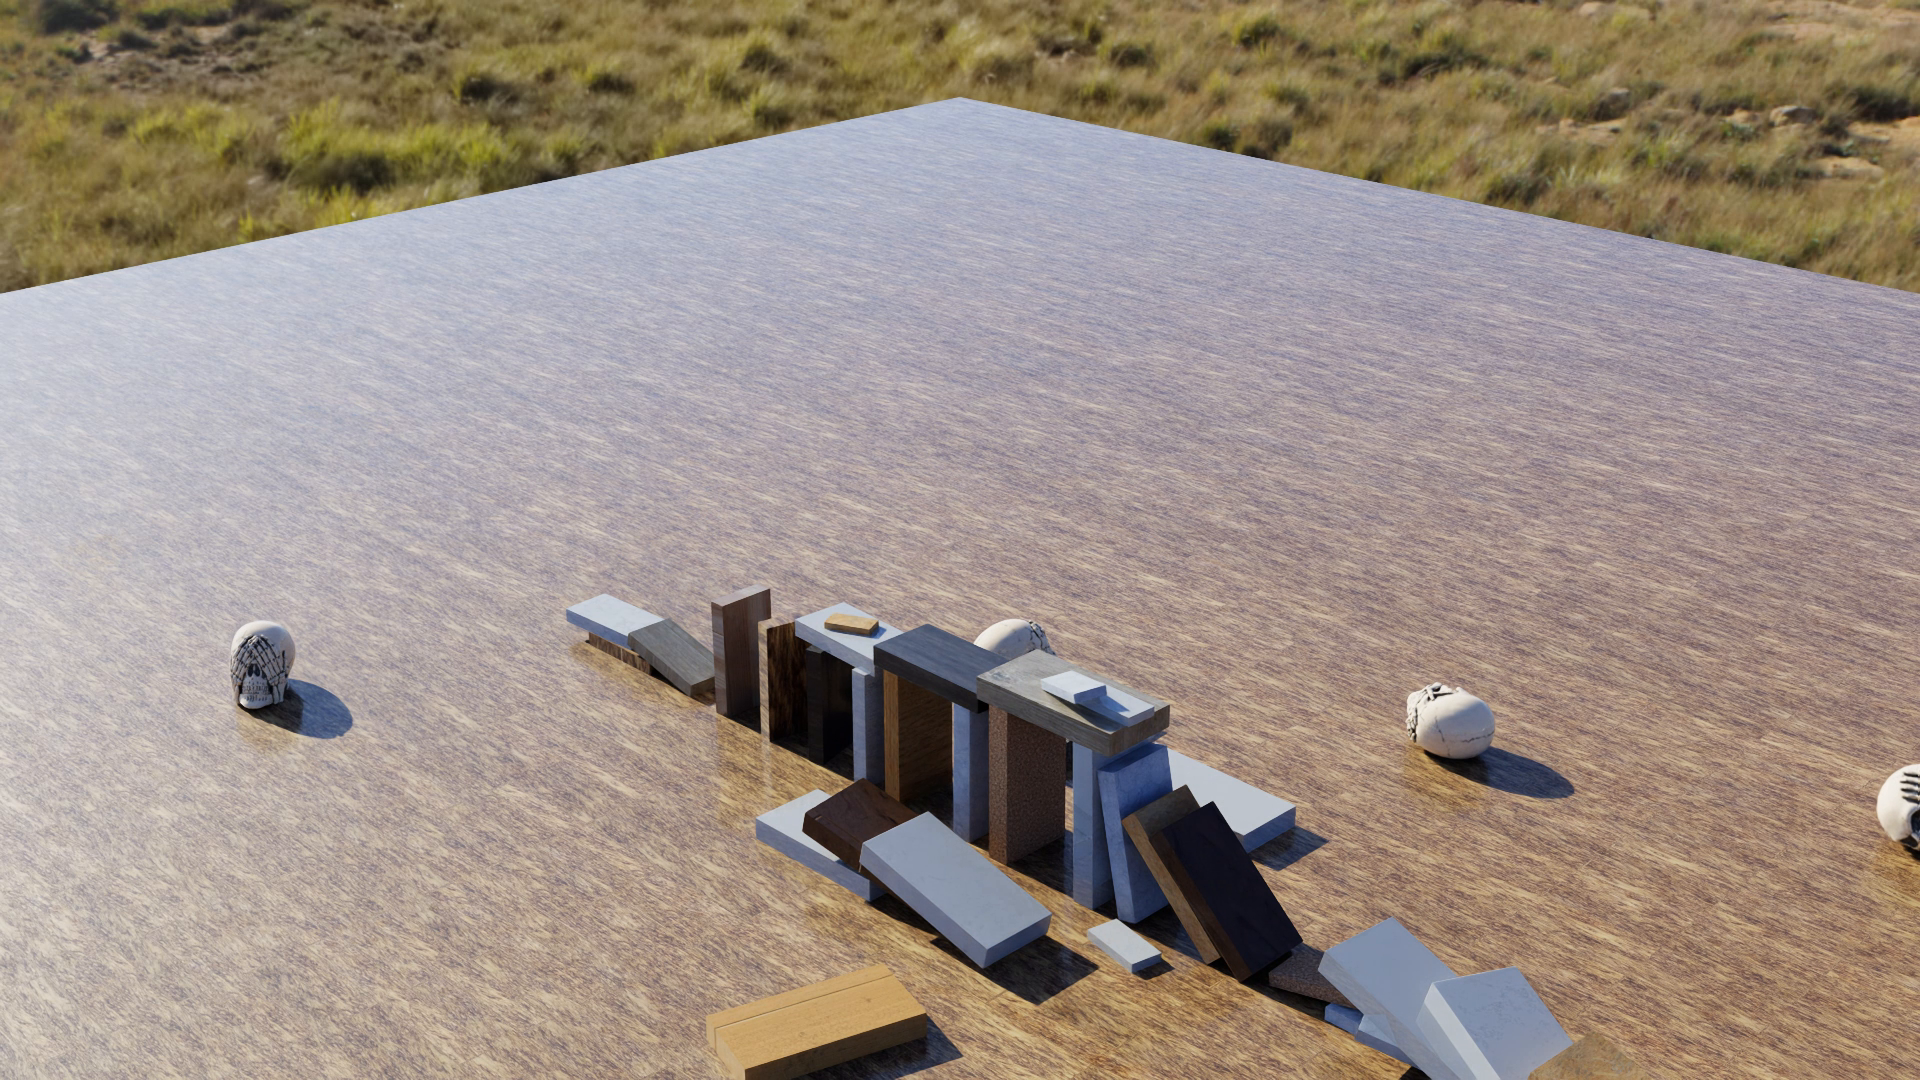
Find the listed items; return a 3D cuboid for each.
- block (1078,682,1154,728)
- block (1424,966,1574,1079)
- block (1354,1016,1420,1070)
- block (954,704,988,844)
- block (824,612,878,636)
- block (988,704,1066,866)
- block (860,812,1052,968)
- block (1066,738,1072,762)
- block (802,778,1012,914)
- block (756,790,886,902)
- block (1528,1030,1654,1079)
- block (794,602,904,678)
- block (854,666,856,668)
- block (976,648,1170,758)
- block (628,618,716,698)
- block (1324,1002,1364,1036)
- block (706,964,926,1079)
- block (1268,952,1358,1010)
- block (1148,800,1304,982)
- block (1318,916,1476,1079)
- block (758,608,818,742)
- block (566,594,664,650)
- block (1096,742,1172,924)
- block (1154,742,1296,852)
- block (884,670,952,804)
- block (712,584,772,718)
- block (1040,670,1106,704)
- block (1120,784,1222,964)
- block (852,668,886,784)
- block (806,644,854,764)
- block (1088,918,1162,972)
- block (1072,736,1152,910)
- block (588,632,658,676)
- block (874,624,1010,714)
[{"bbox_3d":[0.285,0.302,4.040,0.067,0.019,0.134,-20,30,-38],"label":"block"},{"bbox_3d":[0.918,0.846,3.569,0.170,0.048,0.340,-5,39,-23],"label":"block"},{"bbox_3d":[0.760,0.837,3.681,0.182,0.026,0.091,22,36,14],"label":"block"},{"bbox_3d":[0.054,0.435,4.352,0.042,0.299,0.149,20,30,39],"label":"block"},{"bbox_3d":[-0.225,0.175,4.565,0.102,0.014,0.051,8,24,19],"label":"block"},{"bbox_3d":[0.132,0.449,4.273,0.048,0.336,0.168,21,31,41],"label":"block"},{"bbox_3d":[-0.010,0.640,4.049,0.168,0.048,0.336,-21,44,-40],"label":"block"},{"bbox_3d":[0.220,0.402,4.754,0.165,0.047,0.329,19,29,37],"label":"block"},{"bbox_3d":[-0.103,0.598,4.175,0.378,0.048,0.168,31,37,28],"label":"block"},{"bbox_3d":[-0.229,0.593,4.302,0.329,0.047,0.165,21,31,40],"label":"block"},{"bbox_3d":[1.063,0.922,3.416,0.170,0.048,0.340,-19,44,-37],"label":"block"},{"bbox_3d":[-0.210,0.205,4.560,0.131,0.037,0.262,-19,29,-38],"label":"block"},{"bbox_3d":[-0.271,0.311,4.985,0.051,0.014,0.102,6,35,13],"label":"block"},{"bbox_3d":[0.210,0.303,4.125,0.336,0.048,0.168,21,31,41],"label":"block"},{"bbox_3d":[-0.641,0.267,5.024,0.118,0.033,0.236,-21,43,-40],"label":"block"},{"bbox_3d":[0.727,0.831,3.770,0.091,0.026,0.182,-21,31,-40],"label":"block"},{"bbox_3d":[-0.244,0.828,3.748,0.336,0.048,0.168,-12,26,-26],"label":"block"},{"bbox_3d":[0.644,0.773,3.862,0.182,0.026,0.091,7,21,43],"label":"block"},{"bbox_3d":[0.480,0.632,3.972,0.149,0.042,0.299,-21,74,-41],"label":"block"},{"bbox_3d":[0.796,0.800,3.679,0.170,0.048,0.382,-17,45,-35],"label":"block"},{"bbox_3d":[-0.362,0.290,4.730,0.135,0.271,0.038,-14,28,-30],"label":"block"},{"bbox_3d":[-0.806,0.192,5.181,0.236,0.033,0.118,20,30,38],"label":"block"},{"bbox_3d":[0.340,0.544,4.092,0.149,0.299,0.042,-21,19,-41],"label":"block"},{"bbox_3d":[0.483,0.523,4.469,0.165,0.047,0.372,-21,31,-40],"label":"block"},{"bbox_3d":[-0.084,0.380,4.482,0.149,0.299,0.042,-21,30,-40],"label":"block"},{"bbox_3d":[-0.477,0.243,4.840,0.038,0.271,0.135,21,31,41],"label":"block"},{"bbox_3d":[0.210,0.272,4.070,0.067,0.019,0.134,-14,14,-22],"label":"block"},{"bbox_3d":[0.432,0.609,4.020,0.149,0.042,0.299,-21,75,-41],"label":"block"},{"bbox_3d":[-0.160,0.371,4.551,0.037,0.262,0.131,21,31,40],"label":"block"},{"bbox_3d":[-0.272,0.329,4.651,0.037,0.262,0.131,12,26,27],"label":"block"},{"bbox_3d":[0.298,0.737,3.998,0.067,0.019,0.134,-14,27,-30],"label":"block"},{"bbox_3d":[0.287,0.509,4.130,0.168,0.336,0.048,-21,29,-41],"label":"block"},{"bbox_3d":[-0.748,0.247,5.137,0.118,0.033,0.236,-21,31,-40],"label":"block"},{"bbox_3d":[-0.016,0.252,4.348,0.149,0.042,0.299,-21,31,-40],"label":"block"}]
